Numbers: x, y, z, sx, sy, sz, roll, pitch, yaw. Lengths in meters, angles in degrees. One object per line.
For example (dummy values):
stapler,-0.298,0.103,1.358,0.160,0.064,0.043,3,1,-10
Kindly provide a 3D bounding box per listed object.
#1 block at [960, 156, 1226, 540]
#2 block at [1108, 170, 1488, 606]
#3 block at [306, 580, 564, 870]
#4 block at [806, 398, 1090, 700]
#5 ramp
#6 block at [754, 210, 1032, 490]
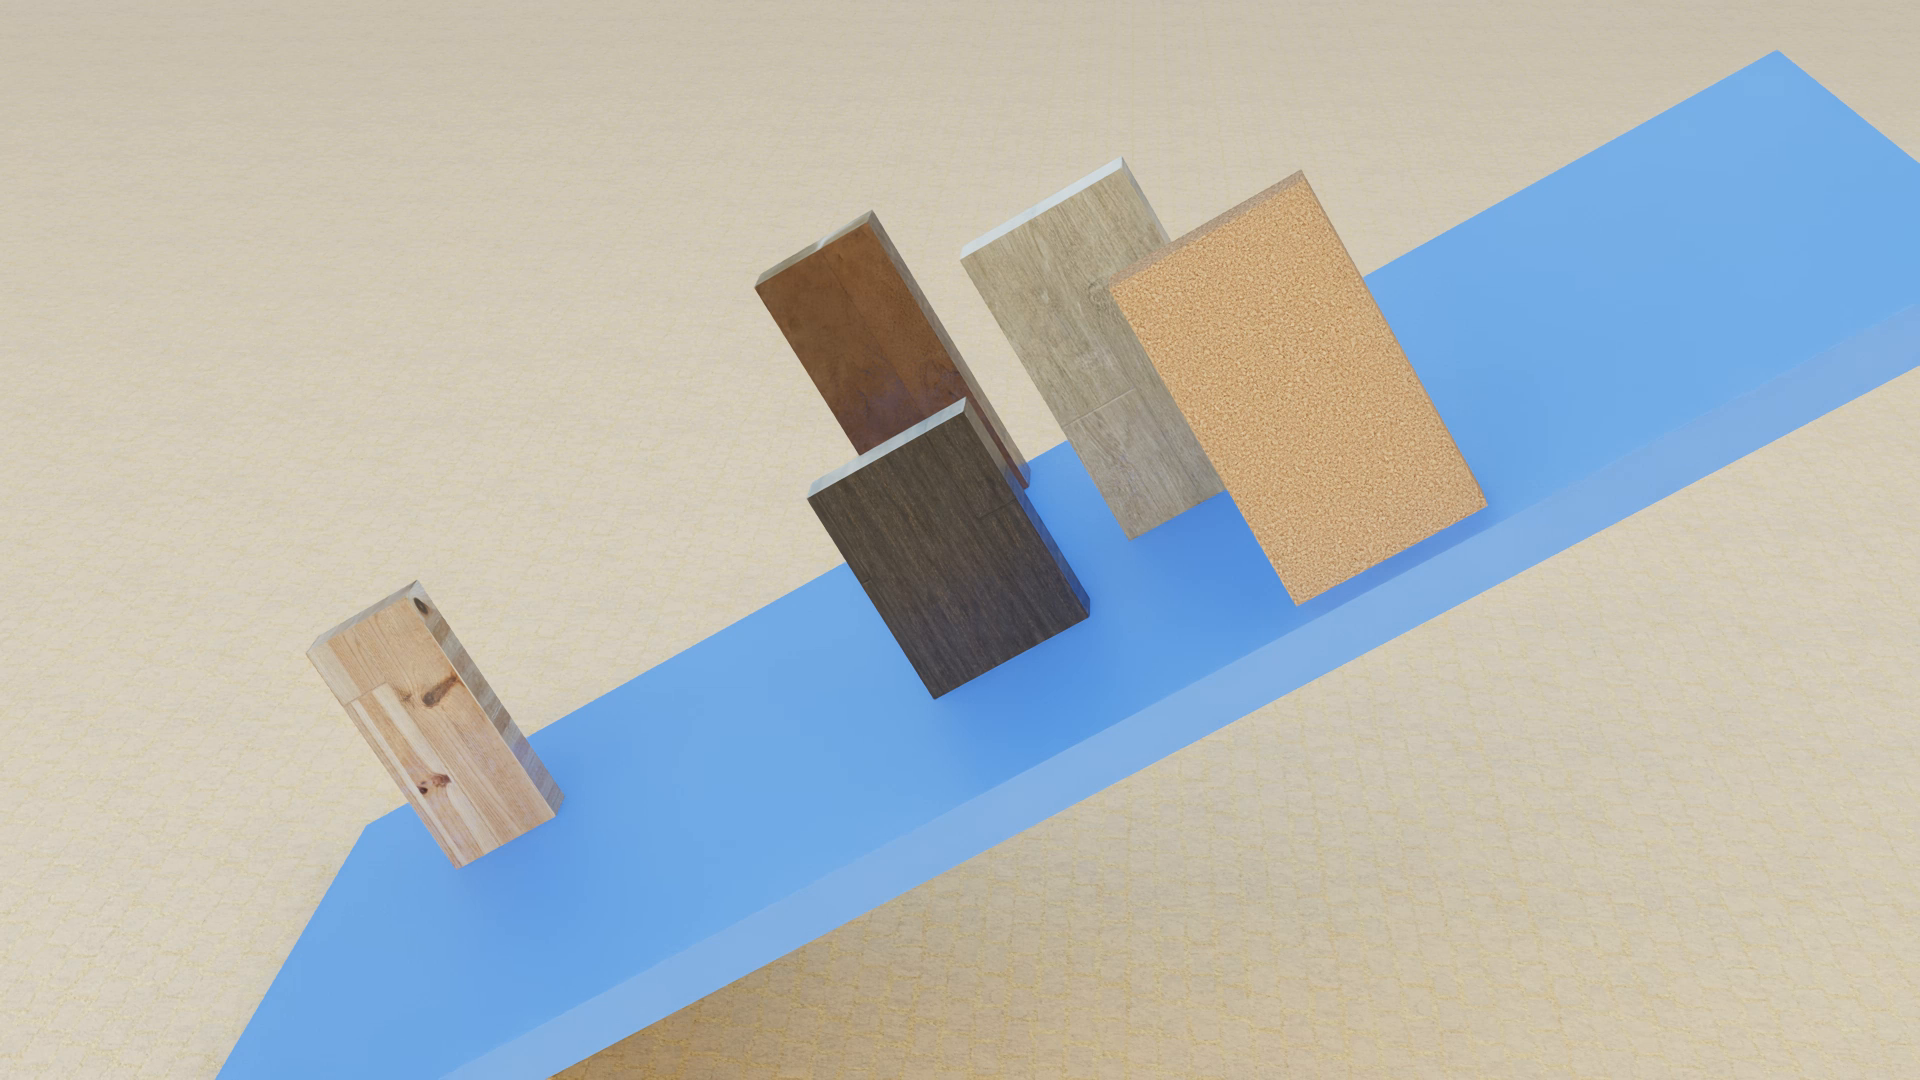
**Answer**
block,0.345,-0.394,6.119,0.381,0.700,0.121,-29,15,12
block,0.600,-0.263,5.213,0.385,0.678,0.089,-29,15,12
block,-1.199,0.427,6.745,0.278,0.616,0.113,-29,15,12
block,-0.020,0.019,5.917,0.364,0.495,0.105,-29,15,12
ramp,0.142,0.168,6.286,4.000,0.100,2.000,-29,15,12
block,-0.155,-0.381,7.010,0.312,0.743,0.135,-29,15,12
